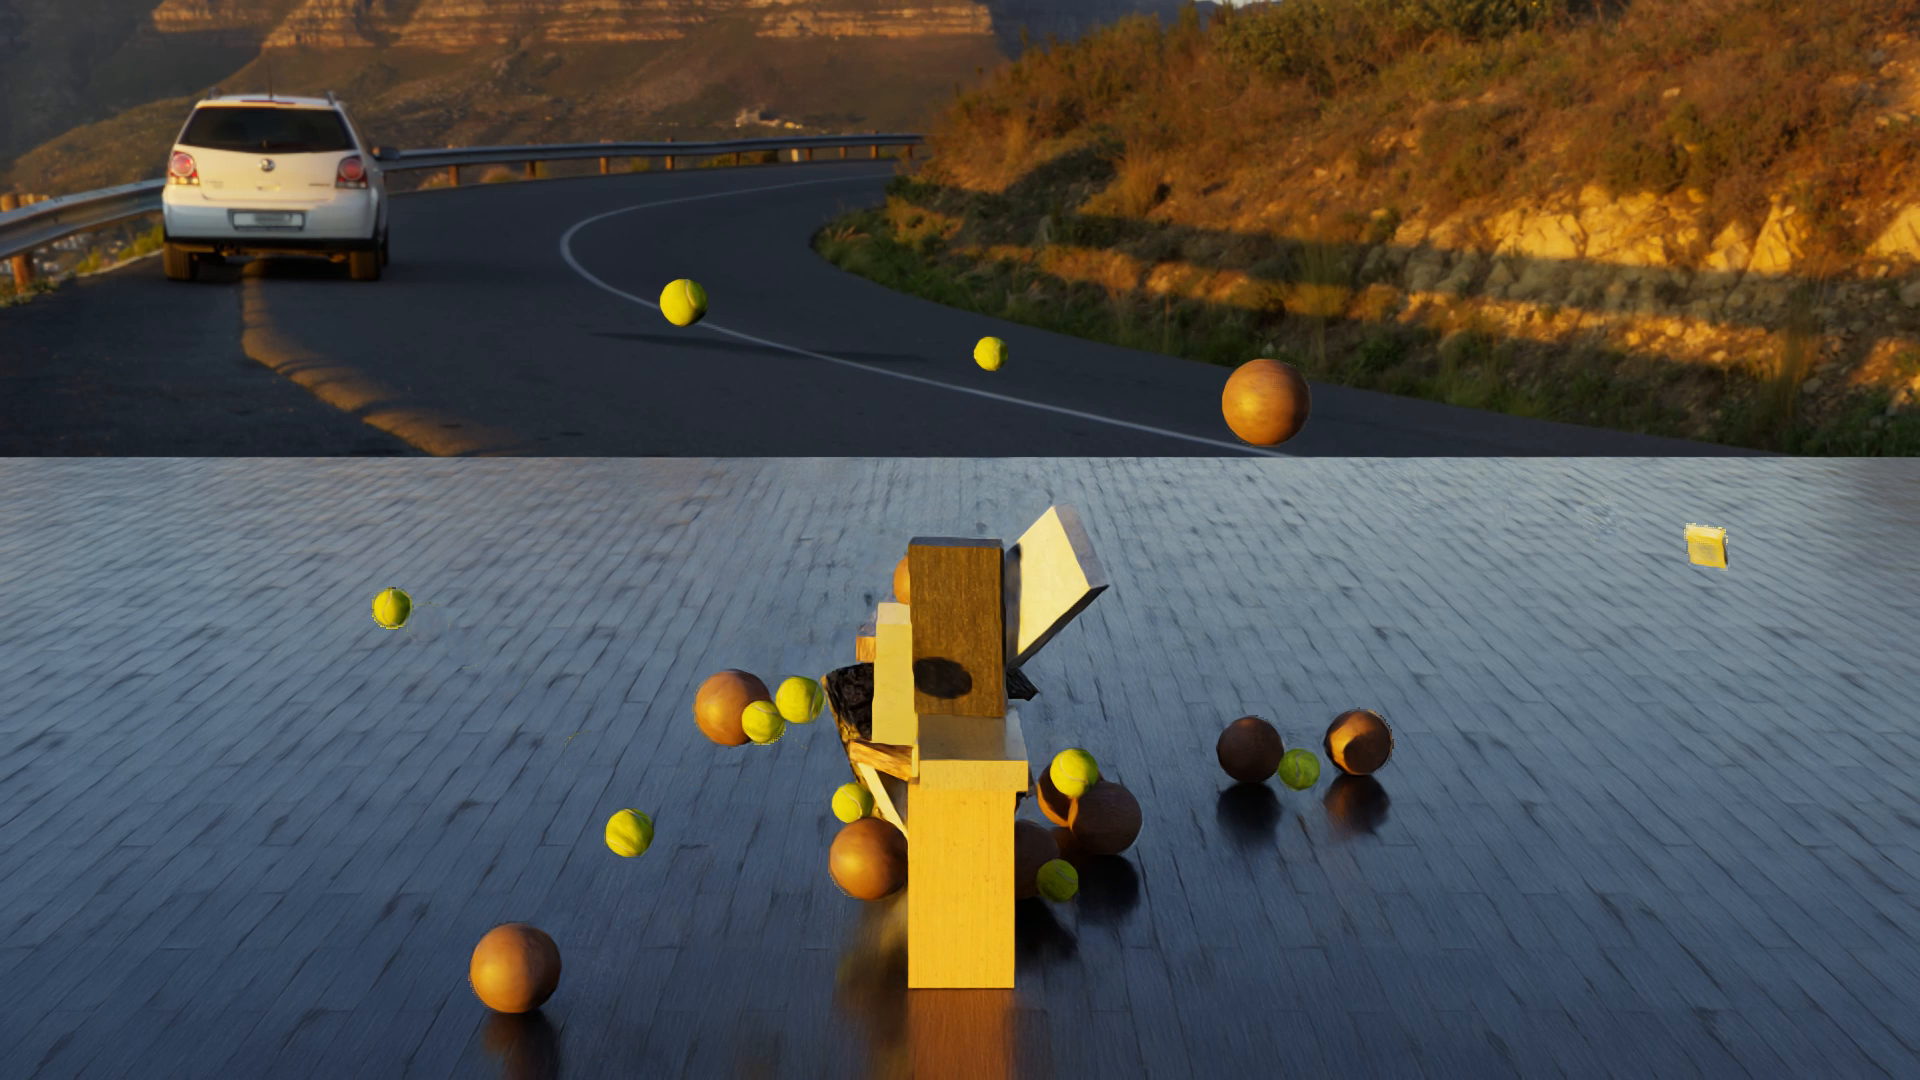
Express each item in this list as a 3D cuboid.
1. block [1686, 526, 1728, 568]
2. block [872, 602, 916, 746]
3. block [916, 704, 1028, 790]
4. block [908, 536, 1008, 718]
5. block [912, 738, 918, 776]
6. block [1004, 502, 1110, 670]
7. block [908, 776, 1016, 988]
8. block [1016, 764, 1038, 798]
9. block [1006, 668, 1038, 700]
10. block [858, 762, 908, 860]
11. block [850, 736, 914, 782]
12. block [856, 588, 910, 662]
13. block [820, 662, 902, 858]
[{"bbox_3d":[1.093,0.011,3.215,0.050,0.014,0.101,10,-21,26],"label":"block"},{"bbox_3d":[-0.069,0.226,3.580,0.140,0.374,0.040,5,55,-1],"label":"block"},{"bbox_3d":[0.015,0.311,3.330,0.157,0.044,0.313,0,11,-2],"label":"block"},{"bbox_3d":[-0.002,0.134,3.381,0.140,0.280,0.040,2,21,10],"label":"block"},{"bbox_3d":[0.004,0.468,3.460,0.157,0.313,0.044,1,10,0],"label":"block"},{"bbox_3d":[0.117,0.074,3.352,0.040,0.140,0.280,-10,-23,-35],"label":"block"},{"bbox_3d":[0.002,0.507,3.256,0.157,0.313,0.044,0,10,0],"label":"block"},{"bbox_3d":[0.044,0.363,3.704,0.022,0.078,0.276,-26,19,-22],"label":"block"},{"bbox_3d":[0.080,0.225,3.613,0.022,0.078,0.156,-42,-13,8],"label":"block"},{"bbox_3d":[-0.075,0.467,3.804,0.115,0.230,0.033,-10,-28,-42],"label":"block"},{"bbox_3d":[-0.072,0.371,3.721,0.115,0.033,0.230,-9,15,-38],"label":"block"},{"bbox_3d":[-0.075,0.158,4.064,0.168,0.048,0.336,3,14,9],"label":"block"},{"bbox_3d":[-0.120,0.381,3.915,0.168,0.336,0.048,-11,-13,-47],"label":"block"}]
